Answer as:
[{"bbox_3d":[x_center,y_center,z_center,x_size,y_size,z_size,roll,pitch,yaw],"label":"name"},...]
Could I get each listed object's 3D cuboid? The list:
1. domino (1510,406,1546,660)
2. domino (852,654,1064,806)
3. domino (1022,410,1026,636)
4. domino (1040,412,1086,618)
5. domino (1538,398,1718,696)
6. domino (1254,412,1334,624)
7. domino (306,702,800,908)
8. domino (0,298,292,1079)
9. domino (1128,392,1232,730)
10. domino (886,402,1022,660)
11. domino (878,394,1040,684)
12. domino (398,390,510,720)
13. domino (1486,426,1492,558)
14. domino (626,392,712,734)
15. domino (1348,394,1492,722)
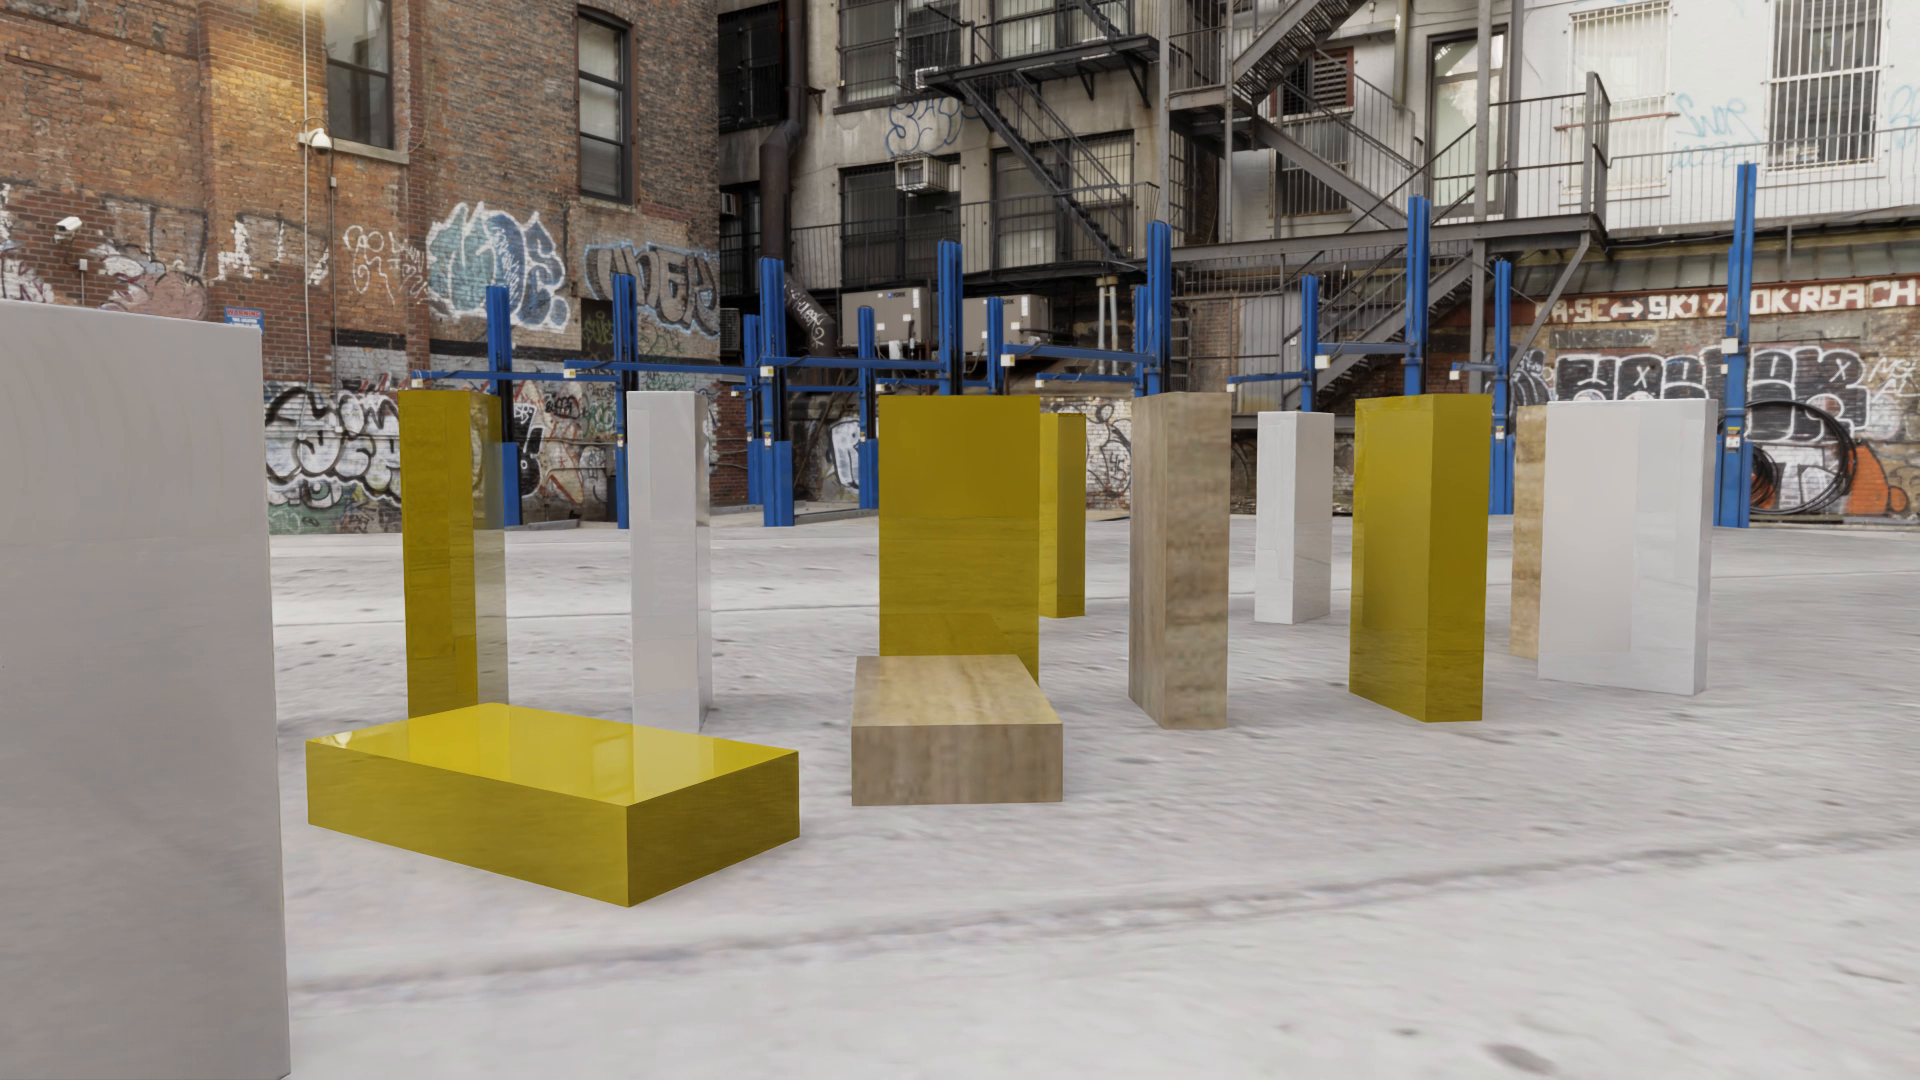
[{"bbox_3d":[0.125,-0.002,0.257,0.025,0.050,0.009,-1,4,-15],"label":"domino"},{"bbox_3d":[-0.002,0.025,0.176,0.025,0.009,0.050,0,4,-4],"label":"domino"},{"bbox_3d":[0.001,-0.004,0.283,0.025,0.050,0.010,1,4,11],"label":"domino"},{"bbox_3d":[0.019,-0.007,0.323,0.009,0.050,0.025,-3,5,-38],"label":"domino"},{"bbox_3d":[0.117,0.001,0.226,0.025,0.050,0.009,4,6,41],"label":"domino"},{"bbox_3d":[0.082,-0.006,0.313,0.009,0.050,0.025,3,5,36],"label":"domino"},{"bbox_3d":[-0.045,0.027,0.141,0.050,0.009,0.025,3,5,31],"label":"domino"},{"bbox_3d":[-0.053,0.012,0.074,0.009,0.050,0.025,1,4,14],"label":"domino"},{"bbox_3d":[0.034,0.002,0.202,0.009,0.050,0.025,0,4,-5],"label":"domino"},{"bbox_3d":[-0.001,-0.001,0.243,0.025,0.050,0.009,0,4,-1],"label":"domino"},{"bbox_3d":[0.000,0.002,0.205,0.025,0.050,0.010,0,4,-4],"label":"domino"},{"bbox_3d":[-0.076,0.003,0.194,0.009,0.050,0.025,-1,4,-10],"label":"domino"},{"bbox_3d":[0.108,-0.004,0.289,0.025,0.050,0.009,-3,5,-38],"label":"domino"},{"bbox_3d":[-0.044,0.003,0.198,0.009,0.050,0.025,0,4,-7],"label":"domino"},{"bbox_3d":[0.074,0.002,0.207,0.009,0.050,0.025,-1,4,-10],"label":"domino"}]
